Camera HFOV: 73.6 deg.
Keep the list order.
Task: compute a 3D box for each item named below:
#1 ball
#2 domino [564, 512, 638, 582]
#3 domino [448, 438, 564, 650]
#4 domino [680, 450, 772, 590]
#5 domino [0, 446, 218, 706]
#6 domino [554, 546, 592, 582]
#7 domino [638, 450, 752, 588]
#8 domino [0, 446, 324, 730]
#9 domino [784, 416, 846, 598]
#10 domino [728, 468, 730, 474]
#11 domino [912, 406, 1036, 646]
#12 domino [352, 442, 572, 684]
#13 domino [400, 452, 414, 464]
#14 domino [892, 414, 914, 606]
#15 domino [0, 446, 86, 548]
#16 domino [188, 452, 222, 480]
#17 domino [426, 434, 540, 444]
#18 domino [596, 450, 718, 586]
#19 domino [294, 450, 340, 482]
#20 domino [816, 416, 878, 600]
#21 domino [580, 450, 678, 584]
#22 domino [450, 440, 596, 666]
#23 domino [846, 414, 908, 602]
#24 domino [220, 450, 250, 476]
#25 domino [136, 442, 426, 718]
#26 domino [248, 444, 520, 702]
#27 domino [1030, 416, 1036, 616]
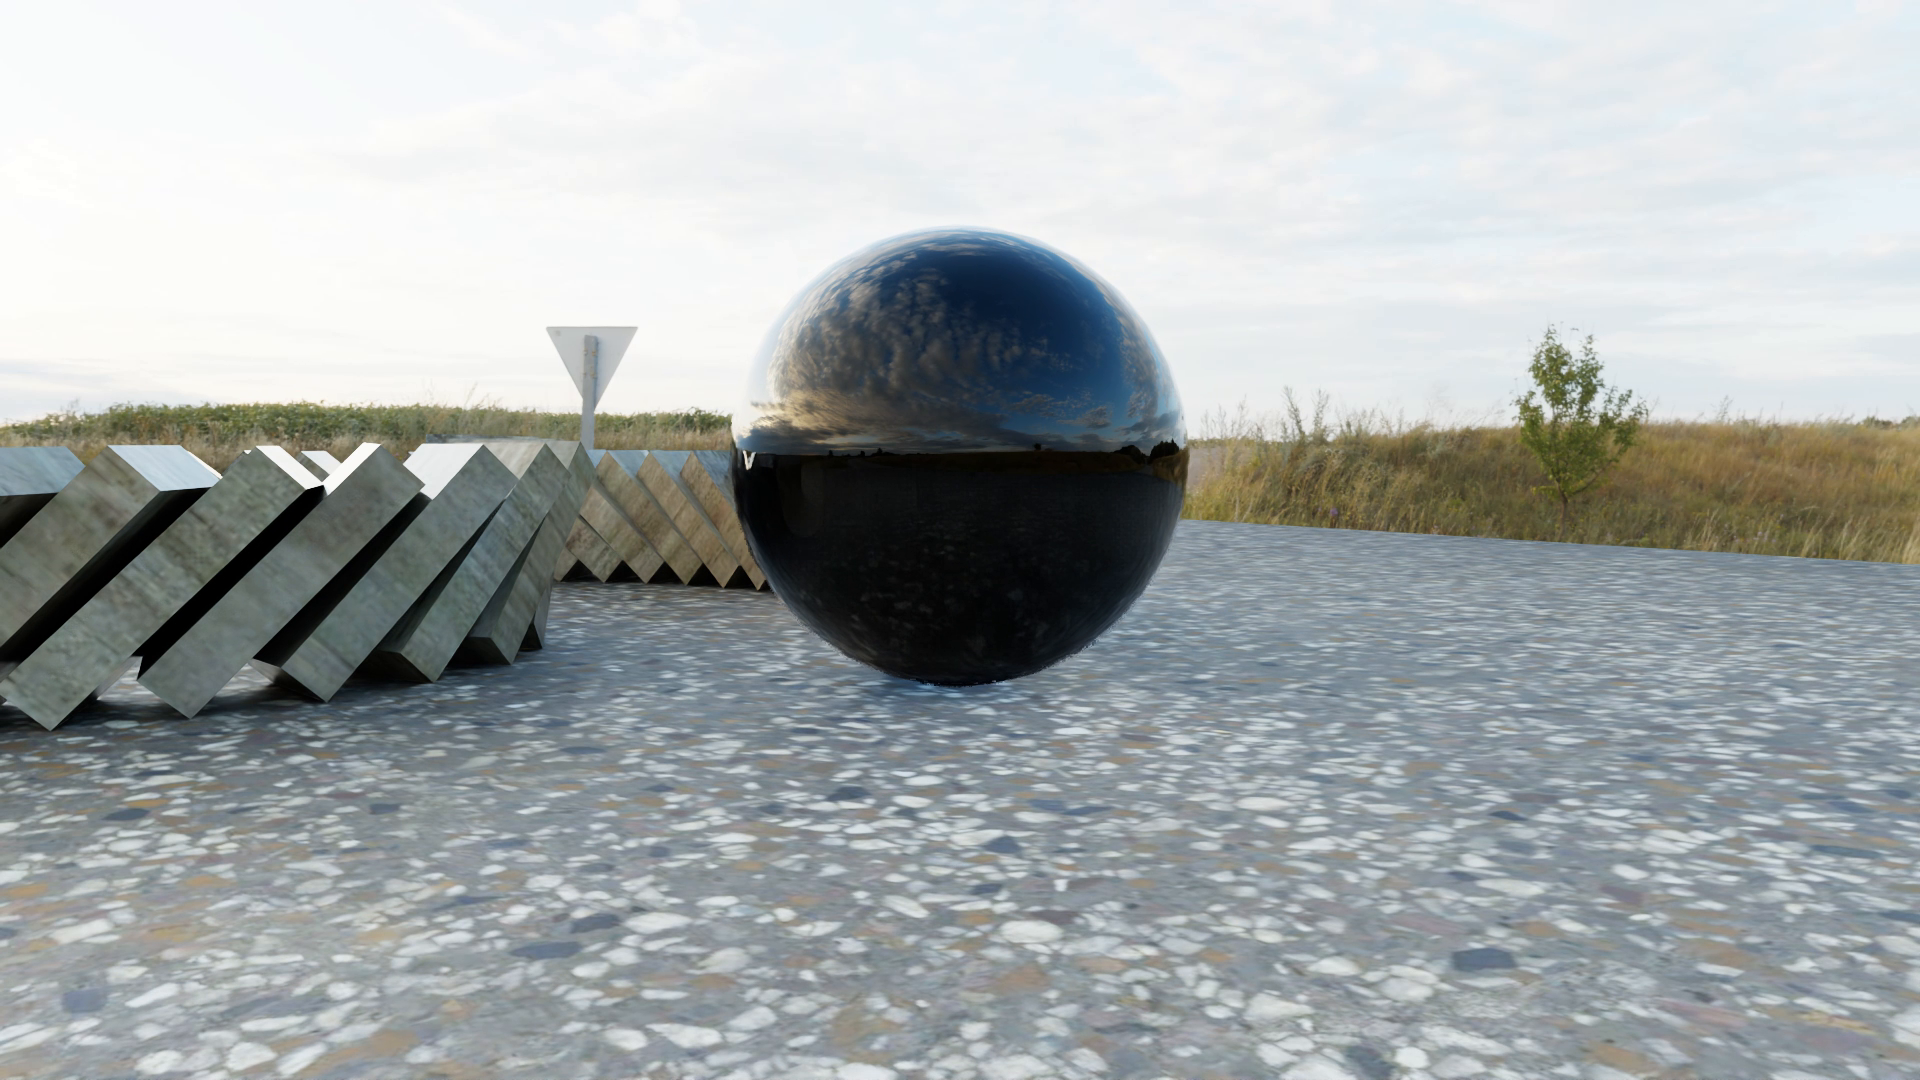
[{"bbox_3d":[0.000,-0.014,0.226,0.080,0.080,0.080,0,4,0],"label":"ball"},{"bbox_3d":[-0.122,-0.008,0.407,0.050,0.010,0.025,42,12,7],"label":"domino"},{"bbox_3d":[-0.100,0.000,0.277,0.025,0.050,0.010,0,-37,-6],"label":"domino"},{"bbox_3d":[-0.061,-0.007,0.388,0.025,0.009,0.050,-4,47,-48],"label":"domino"},{"bbox_3d":[-0.140,0.007,0.198,0.010,0.050,0.025,45,-4,-10],"label":"domino"},{"bbox_3d":[-0.138,-0.008,0.408,0.050,0.010,0.025,41,8,2],"label":"domino"},{"bbox_3d":[-0.075,-0.007,0.395,0.050,0.009,0.025,49,29,23],"label":"domino"},{"bbox_3d":[-0.126,0.006,0.205,0.009,0.050,0.025,46,-12,-18],"label":"domino"},{"bbox_3d":[-0.033,-0.010,0.365,0.025,0.050,0.010,-3,-14,-38],"label":"domino"},{"bbox_3d":[-0.048,-0.007,0.381,0.025,0.009,0.050,2,43,-40],"label":"domino"},{"bbox_3d":[0.003,-0.003,0.272,0.025,0.050,0.010,0,-14,-1],"label":"domino"},{"bbox_3d":[-0.098,0.003,0.244,0.025,0.050,0.009,2,-39,28],"label":"domino"},{"bbox_3d":[-0.153,-0.008,0.407,0.050,0.010,0.025,41,4,-2],"label":"domino"},{"bbox_3d":[-0.003,-0.009,0.344,0.025,0.050,0.009,-1,-14,-18],"label":"domino"},{"bbox_3d":[-0.155,0.007,0.191,0.050,0.010,0.025,-45,1,6],"label":"domino"},{"bbox_3d":[-0.212,-0.006,0.383,0.050,0.009,0.025,44,-16,-24],"label":"domino"},{"bbox_3d":[-0.108,-0.002,0.291,0.025,0.050,0.009,0,-37,-21],"label":"domino"},{"bbox_3d":[-0.090,-0.008,0.402,0.050,0.009,0.025,47,23,18],"label":"domino"},{"bbox_3d":[-0.184,-0.008,0.400,0.050,0.010,0.025,41,-4,-11],"label":"domino"},{"bbox_3d":[-0.023,-0.010,0.360,0.025,0.050,0.009,-3,-14,-37],"label":"domino"},{"bbox_3d":[-0.106,-0.008,0.405,0.050,0.010,0.025,45,16,11],"label":"domino"},{"bbox_3d":[-0.095,0.001,0.261,0.025,0.050,0.009,2,-38,12],"label":"domino"},{"bbox_3d":[-0.014,-0.009,0.354,0.025,0.050,0.009,-3,-14,-36],"label":"domino"},{"bbox_3d":[-0.199,-0.007,0.392,0.050,0.010,0.025,43,-12,-19],"label":"domino"},{"bbox_3d":[-0.113,0.005,0.214,0.010,0.050,0.025,48,-19,-25],"label":"domino"},{"bbox_3d":[-0.104,0.004,0.228,0.025,0.050,0.010,4,-38,44],"label":"domino"},{"bbox_3d":[0.003,-0.004,0.282,0.025,0.050,0.009,0,-14,-1],"label":"domino"}]
